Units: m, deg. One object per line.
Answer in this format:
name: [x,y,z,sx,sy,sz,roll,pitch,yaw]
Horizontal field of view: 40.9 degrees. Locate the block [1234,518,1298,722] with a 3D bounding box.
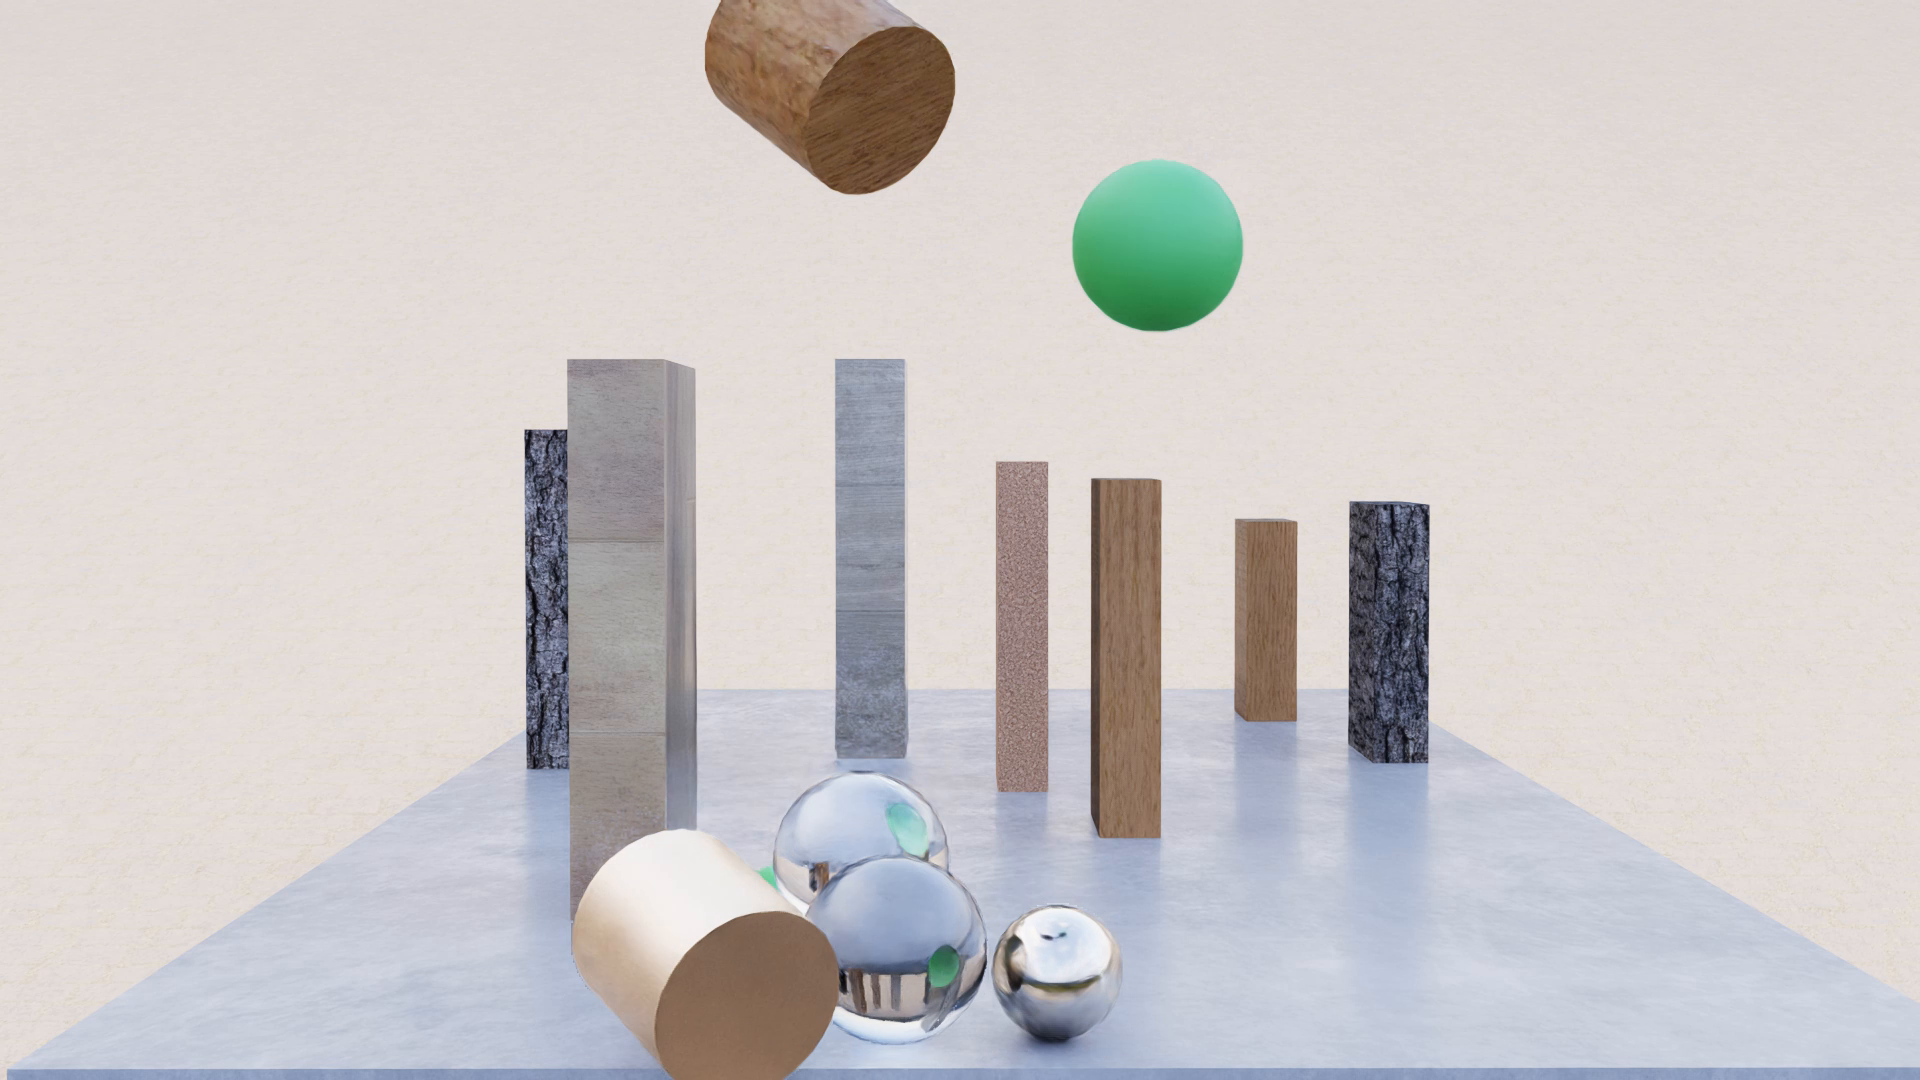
block: [0.697,0.178,5.881,0.113,0.448,0.250,0,2,0]

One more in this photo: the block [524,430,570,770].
block: [-0.777,0.107,5.079,0.103,0.648,0.347,0,2,0]

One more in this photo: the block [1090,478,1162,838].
block: [0.267,0.182,4.173,0.096,0.562,0.276,0,2,0]

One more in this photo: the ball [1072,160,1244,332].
ball: [0.189,-0.282,2.467,0.164,0.164,0.164,0,24,0]

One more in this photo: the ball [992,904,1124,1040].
ball: [0.101,0.449,2.675,0.138,0.138,0.138,0,24,0]

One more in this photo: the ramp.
ramp: [0.055,0.500,4.546,2.000,0.100,4.000,0,2,0]

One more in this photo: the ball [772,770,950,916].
ball: [-0.109,0.351,2.832,0.194,0.194,0.194,0,24,0]

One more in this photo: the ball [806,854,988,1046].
ball: [-0.069,0.421,2.650,0.195,0.195,0.195,0,24,0]

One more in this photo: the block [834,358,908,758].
block: [-0.177,0.032,5.226,0.137,0.788,0.299,0,2,0]

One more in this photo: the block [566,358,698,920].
block: [-0.444,0.123,3.535,0.124,0.727,0.410,0,2,0]

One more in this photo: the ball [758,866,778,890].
ball: [-0.215,0.446,3.098,0.112,0.112,0.112,0,24,0]

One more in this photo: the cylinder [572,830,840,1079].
cylinder: [-0.253,0.416,2.548,0.198,0.198,0.198,-14,24,-28]

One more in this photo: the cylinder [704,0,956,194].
cylinder: [-0.119,-0.425,2.344,0.164,0.164,0.164,-18,44,-34]

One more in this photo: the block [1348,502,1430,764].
block: [0.856,0.177,5.155,0.107,0.502,0.322,0,2,0]

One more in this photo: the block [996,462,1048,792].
block: [0.112,0.150,4.709,0.090,0.588,0.261,0,2,0]
